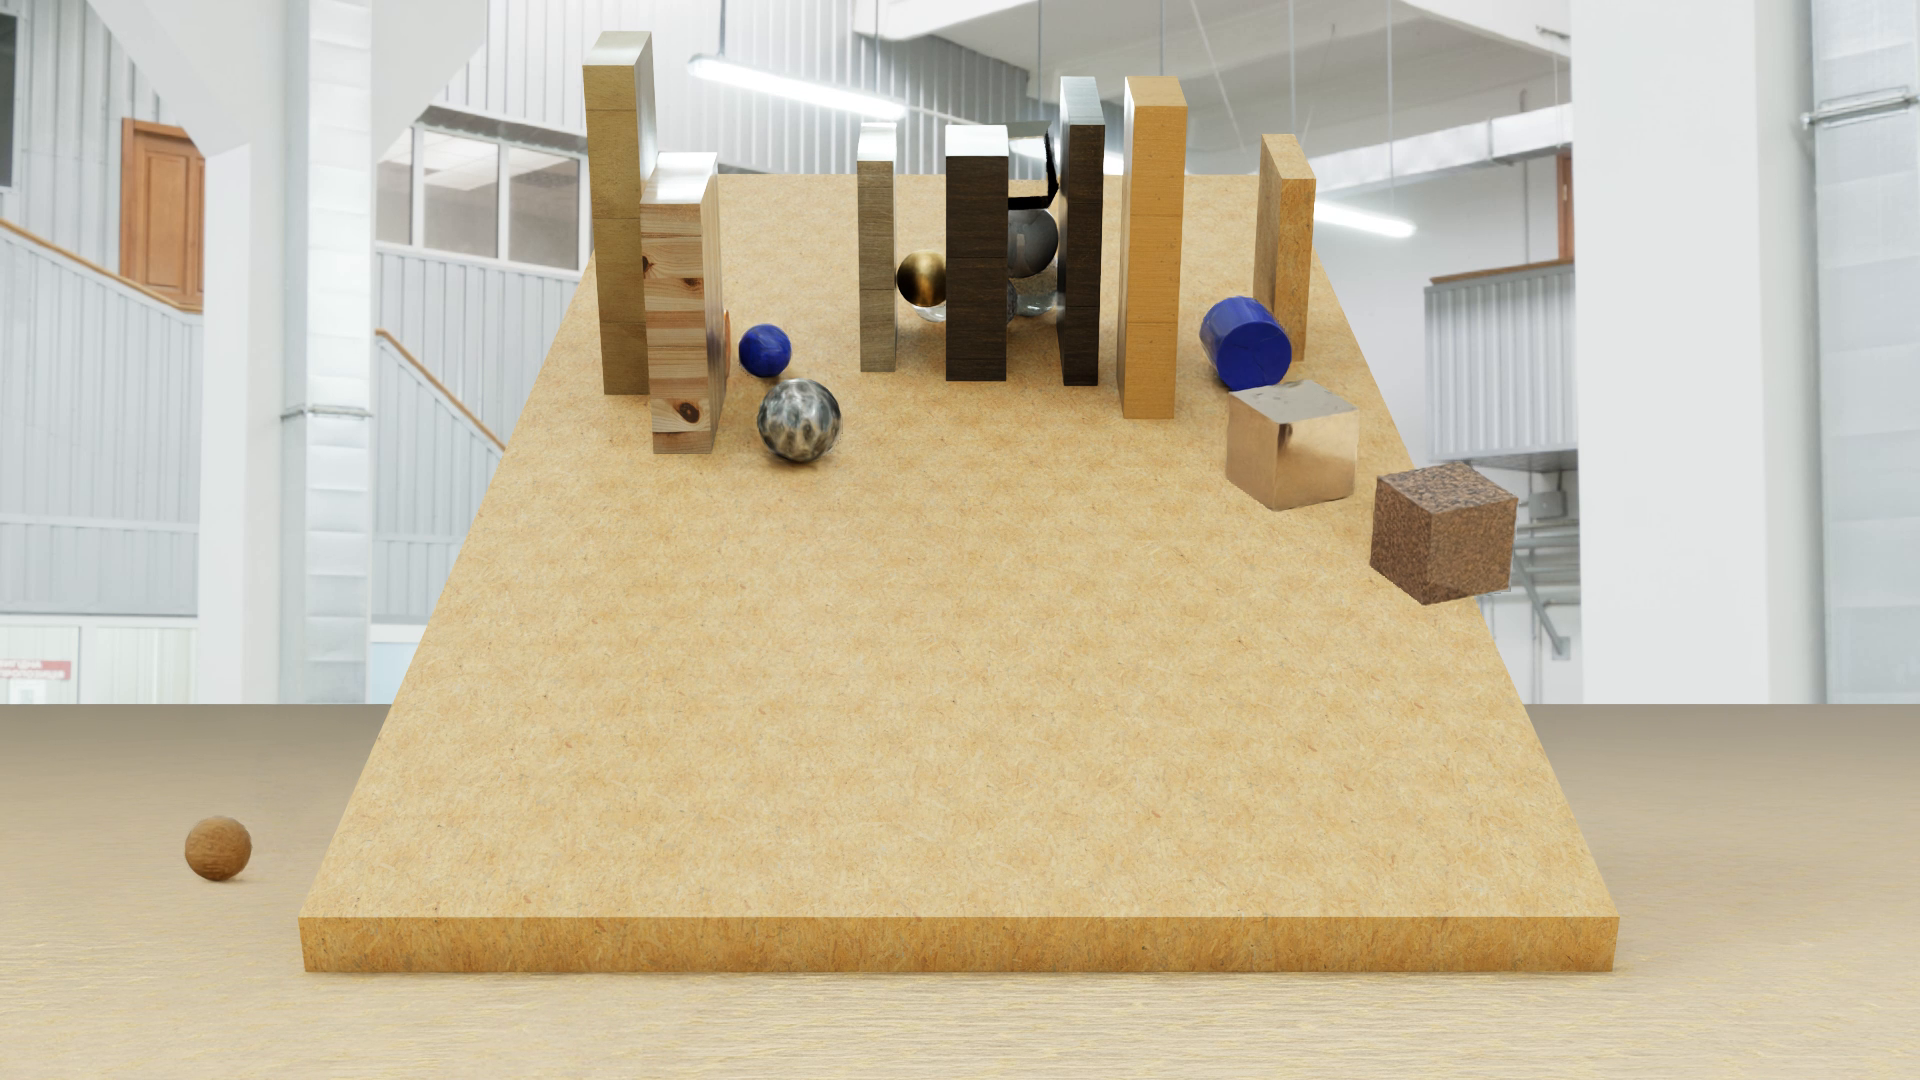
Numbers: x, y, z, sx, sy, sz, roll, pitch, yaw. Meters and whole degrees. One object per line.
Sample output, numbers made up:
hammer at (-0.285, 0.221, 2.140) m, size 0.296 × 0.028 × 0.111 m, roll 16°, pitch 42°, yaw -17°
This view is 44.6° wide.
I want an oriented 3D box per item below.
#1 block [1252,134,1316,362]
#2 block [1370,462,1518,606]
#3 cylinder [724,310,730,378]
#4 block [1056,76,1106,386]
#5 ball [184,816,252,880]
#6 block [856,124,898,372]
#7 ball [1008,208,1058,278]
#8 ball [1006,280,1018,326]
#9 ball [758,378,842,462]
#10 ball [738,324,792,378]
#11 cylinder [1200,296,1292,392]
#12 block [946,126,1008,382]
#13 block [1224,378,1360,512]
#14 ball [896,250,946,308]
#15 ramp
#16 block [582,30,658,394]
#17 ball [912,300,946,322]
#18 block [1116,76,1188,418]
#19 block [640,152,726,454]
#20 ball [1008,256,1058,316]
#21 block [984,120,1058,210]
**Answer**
block at (0.797, -0.725, 5.782) m, size 0.081 × 0.459 × 0.397 m, roll 0°, pitch 25°, yaw 0°
block at (0.942, -0.015, 4.572) m, size 0.194 × 0.194 × 0.194 m, roll -10°, pitch 27°, yaw -21°
cylinder at (-0.635, -0.466, 5.566) m, size 0.165 × 0.165 × 0.165 m, roll 0°, pitch -4°, yaw 0°
block at (0.286, -0.745, 5.618) m, size 0.081 × 0.631 × 0.445 m, roll 0°, pitch 25°, yaw 0°
ball at (-1.699, 0.706, 5.363) m, size 0.148 × 0.148 × 0.148 m, roll 0°, pitch -4°, yaw 0°
block at (-0.198, -0.711, 5.671) m, size 0.084 × 0.521 × 0.334 m, roll 0°, pitch 25°, yaw 0°
ball at (0.144, -0.748, 5.800) m, size 0.201 × 0.201 × 0.201 m, roll 0°, pitch -4°, yaw 0°
ball at (0.064, -0.596, 5.855) m, size 0.160 × 0.160 × 0.160 m, roll 0°, pitch -4°, yaw 0°
ball at (-0.350, -0.261, 5.106) m, size 0.183 × 0.183 × 0.183 m, roll 0°, pitch -4°, yaw 0°
ball at (-0.464, -0.451, 5.576) m, size 0.130 × 0.130 × 0.130 m, roll 0°, pitch -4°, yaw 0°
cylinder at (0.675, -0.463, 5.549) m, size 0.180 × 0.180 × 0.180 m, roll 1°, pitch 25°, yaw -8°
block at (0.038, -0.683, 5.580) m, size 0.144 × 0.550 × 0.266 m, roll 0°, pitch 25°, yaw 0°
block at (0.704, -0.203, 4.968) m, size 0.199 × 0.199 × 0.199 m, roll -11°, pitch 27°, yaw -22°
ball at (-0.085, -0.647, 5.800) m, size 0.144 × 0.144 × 0.144 m, roll 0°, pitch -4°, yaw 0°
ramp at (-0.009, -0.229, 5.375) m, size 2.000 × 0.100 × 4.000 m, roll 0°, pitch 25°, yaw 0°
block at (-0.778, -0.765, 5.480) m, size 0.114 × 0.779 × 0.339 m, roll 0°, pitch 25°, yaw 0°
ball at (-0.059, -0.618, 5.933) m, size 0.134 × 0.134 × 0.134 m, roll 0°, pitch -4°, yaw 0°
block at (0.433, -0.664, 5.331) m, size 0.115 × 0.727 × 0.270 m, roll 0°, pitch 25°, yaw 0°
block at (-0.613, -0.532, 5.228) m, size 0.128 × 0.571 × 0.393 m, roll 0°, pitch 25°, yaw 0°
ball at (0.176, -0.660, 5.968) m, size 0.181 × 0.181 × 0.181 m, roll 0°, pitch -4°, yaw 0°
block at (0.137, -0.913, 5.711) m, size 0.172 × 0.172 × 0.172 m, roll -1°, pitch 24°, yaw 12°
